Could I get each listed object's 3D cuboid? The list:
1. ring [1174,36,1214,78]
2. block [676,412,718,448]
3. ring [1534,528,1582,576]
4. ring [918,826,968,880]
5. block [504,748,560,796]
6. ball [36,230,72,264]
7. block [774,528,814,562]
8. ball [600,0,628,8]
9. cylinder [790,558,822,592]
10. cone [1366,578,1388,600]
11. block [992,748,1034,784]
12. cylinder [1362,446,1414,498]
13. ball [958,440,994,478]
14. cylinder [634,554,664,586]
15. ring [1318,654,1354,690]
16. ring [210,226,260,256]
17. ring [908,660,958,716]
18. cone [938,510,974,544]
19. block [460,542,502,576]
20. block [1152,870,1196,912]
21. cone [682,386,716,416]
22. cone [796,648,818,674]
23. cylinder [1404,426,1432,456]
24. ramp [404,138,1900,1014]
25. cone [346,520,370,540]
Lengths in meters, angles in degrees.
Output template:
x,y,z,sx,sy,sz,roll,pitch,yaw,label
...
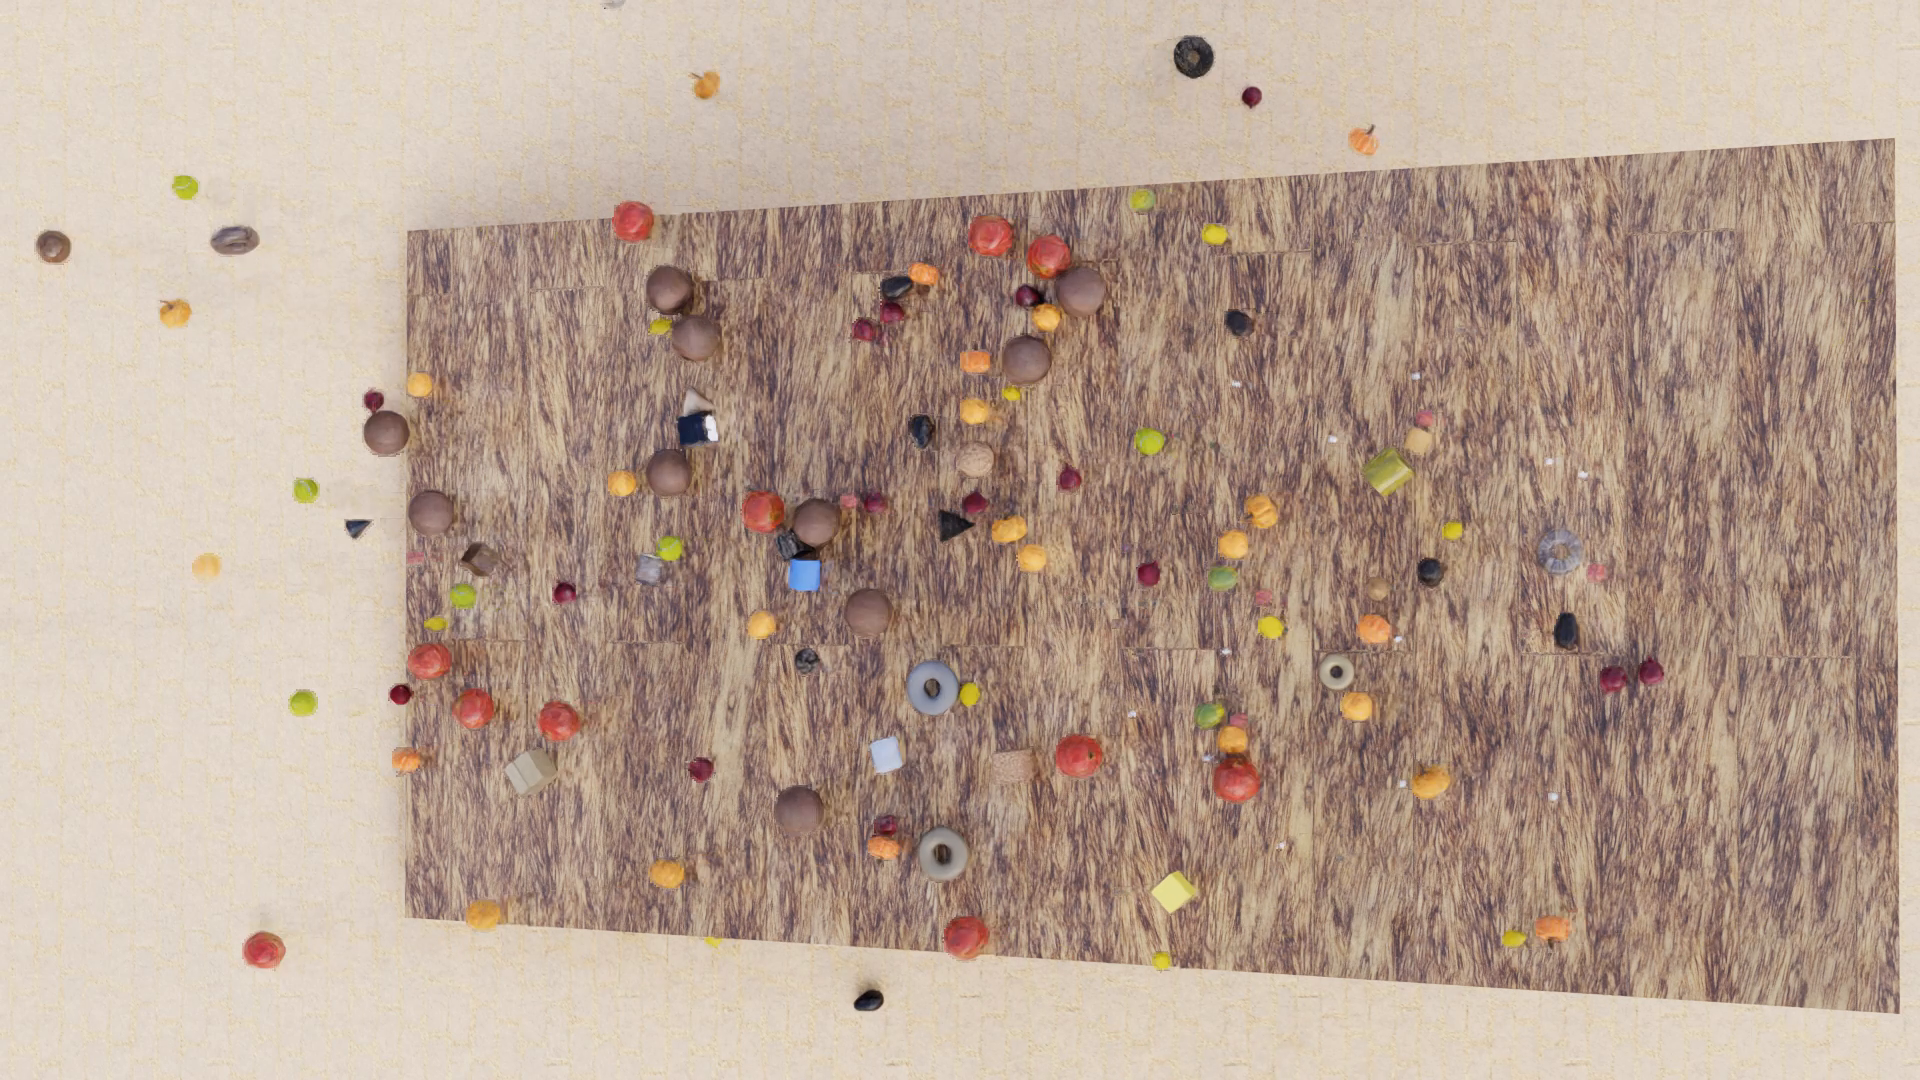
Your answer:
x,y,z,sx,sy,sz,roll,pitch,yaw,label
0.689,-1.425,6.485,0.125,0.042,0.125,1,87,-17,ring
-0.721,-0.302,6.039,0.077,0.077,0.077,-12,85,20,block
1.433,0.028,5.262,0.112,0.037,0.112,-1,88,20,ring
-0.046,0.825,5.791,0.143,0.048,0.143,0,90,19,ring
-1.207,0.654,6.198,0.090,0.090,0.090,-38,77,16,block
-2.663,-0.861,6.461,0.097,0.097,0.097,0,89,0,ball
-0.450,0.012,5.939,0.068,0.068,0.068,-29,80,18,block
-1.019,-1.616,6.471,0.097,0.097,0.097,0,89,0,ball
-0.417,0.094,5.918,0.080,0.080,0.080,5,91,0,cylinder
1.021,0.120,5.402,0.056,0.056,0.056,0,89,20,cone
0.139,0.587,5.710,0.076,0.076,0.076,-9,86,20,block
1.048,-0.166,5.377,0.091,0.091,0.091,-40,89,15,cylinder
0.041,-0.212,5.747,0.094,0.094,0.094,0,89,0,ball
-0.859,0.081,6.084,0.071,0.071,0.071,13,100,0,cylinder
0.933,0.326,5.446,0.090,0.030,0.090,-1,88,21,ring
-2.119,-0.875,6.430,0.141,0.141,0.047,-14,77,0,ring
-0.072,0.389,5.806,0.146,0.049,0.146,0,91,21,ring
-0.005,-0.038,5.790,0.093,0.093,0.093,-3,89,-7,cone
-1.360,0.054,6.237,0.069,0.069,0.069,45,62,-32,block
0.541,0.889,5.561,0.071,0.071,0.071,-45,75,14,block
-0.711,-0.371,6.054,0.094,0.094,0.094,10,89,-7,cone
-0.426,0.327,5.925,0.070,0.070,0.070,0,89,20,cone
1.118,-0.243,5.371,0.055,0.055,0.055,22,97,0,cylinder
0.281,0.089,5.758,4.000,0.100,2.000,0,89,20,ramp
-1.755,-0.042,6.445,0.066,0.066,0.066,-23,89,2,cone
